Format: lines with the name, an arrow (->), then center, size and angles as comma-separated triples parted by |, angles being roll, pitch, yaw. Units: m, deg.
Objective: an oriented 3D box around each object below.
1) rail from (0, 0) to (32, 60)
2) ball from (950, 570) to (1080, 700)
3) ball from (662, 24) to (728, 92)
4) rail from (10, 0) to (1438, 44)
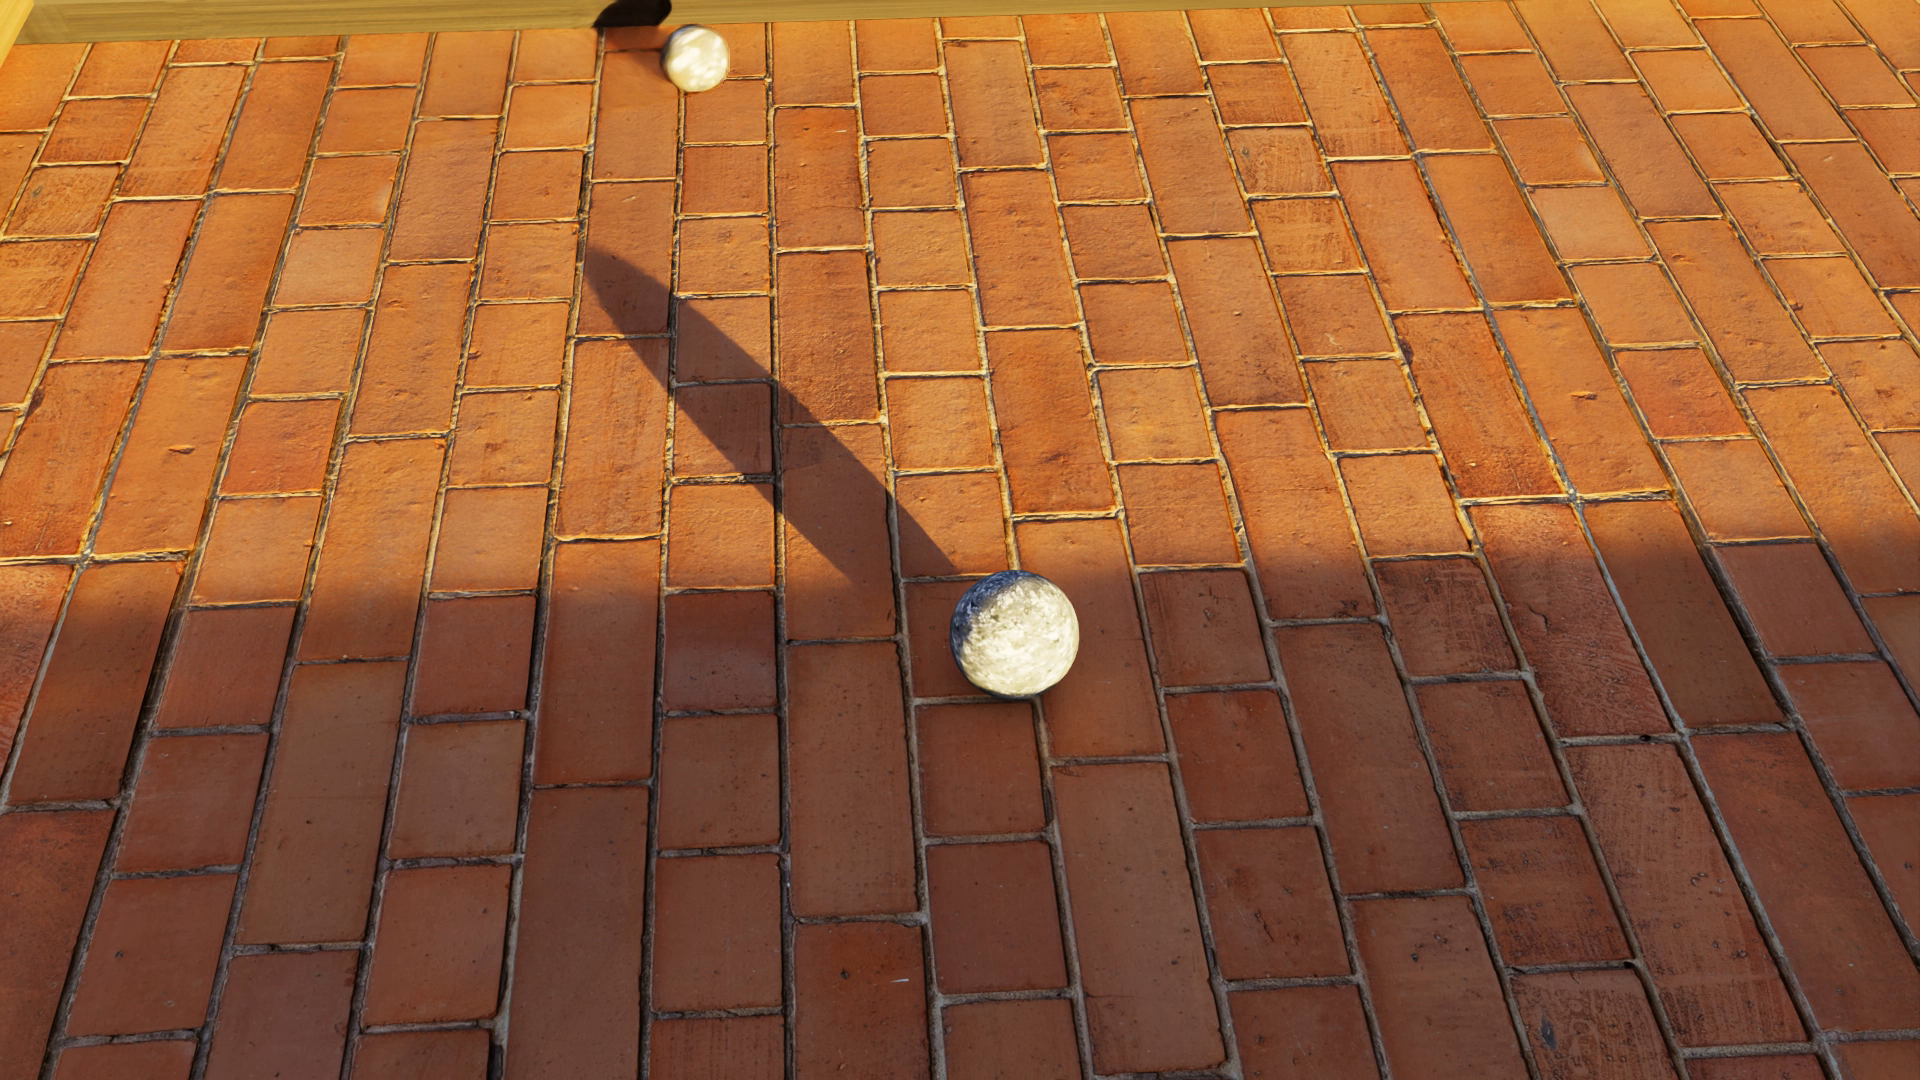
rail -> -0.782, 0.009, 1.595 | 0.045, 0.121, 1.741 | -2, 36, -3
ball -> 0.033, 0.058, 1.565 | 0.080, 0.080, 0.080 | 0, 36, 0
ball -> -0.231, -0.420, 2.239 | 0.059, 0.059, 0.059 | 0, 36, 0
rail -> 0.746, -0.553, 2.367 | 3.230, 0.121, 0.045 | -2, 36, -3
